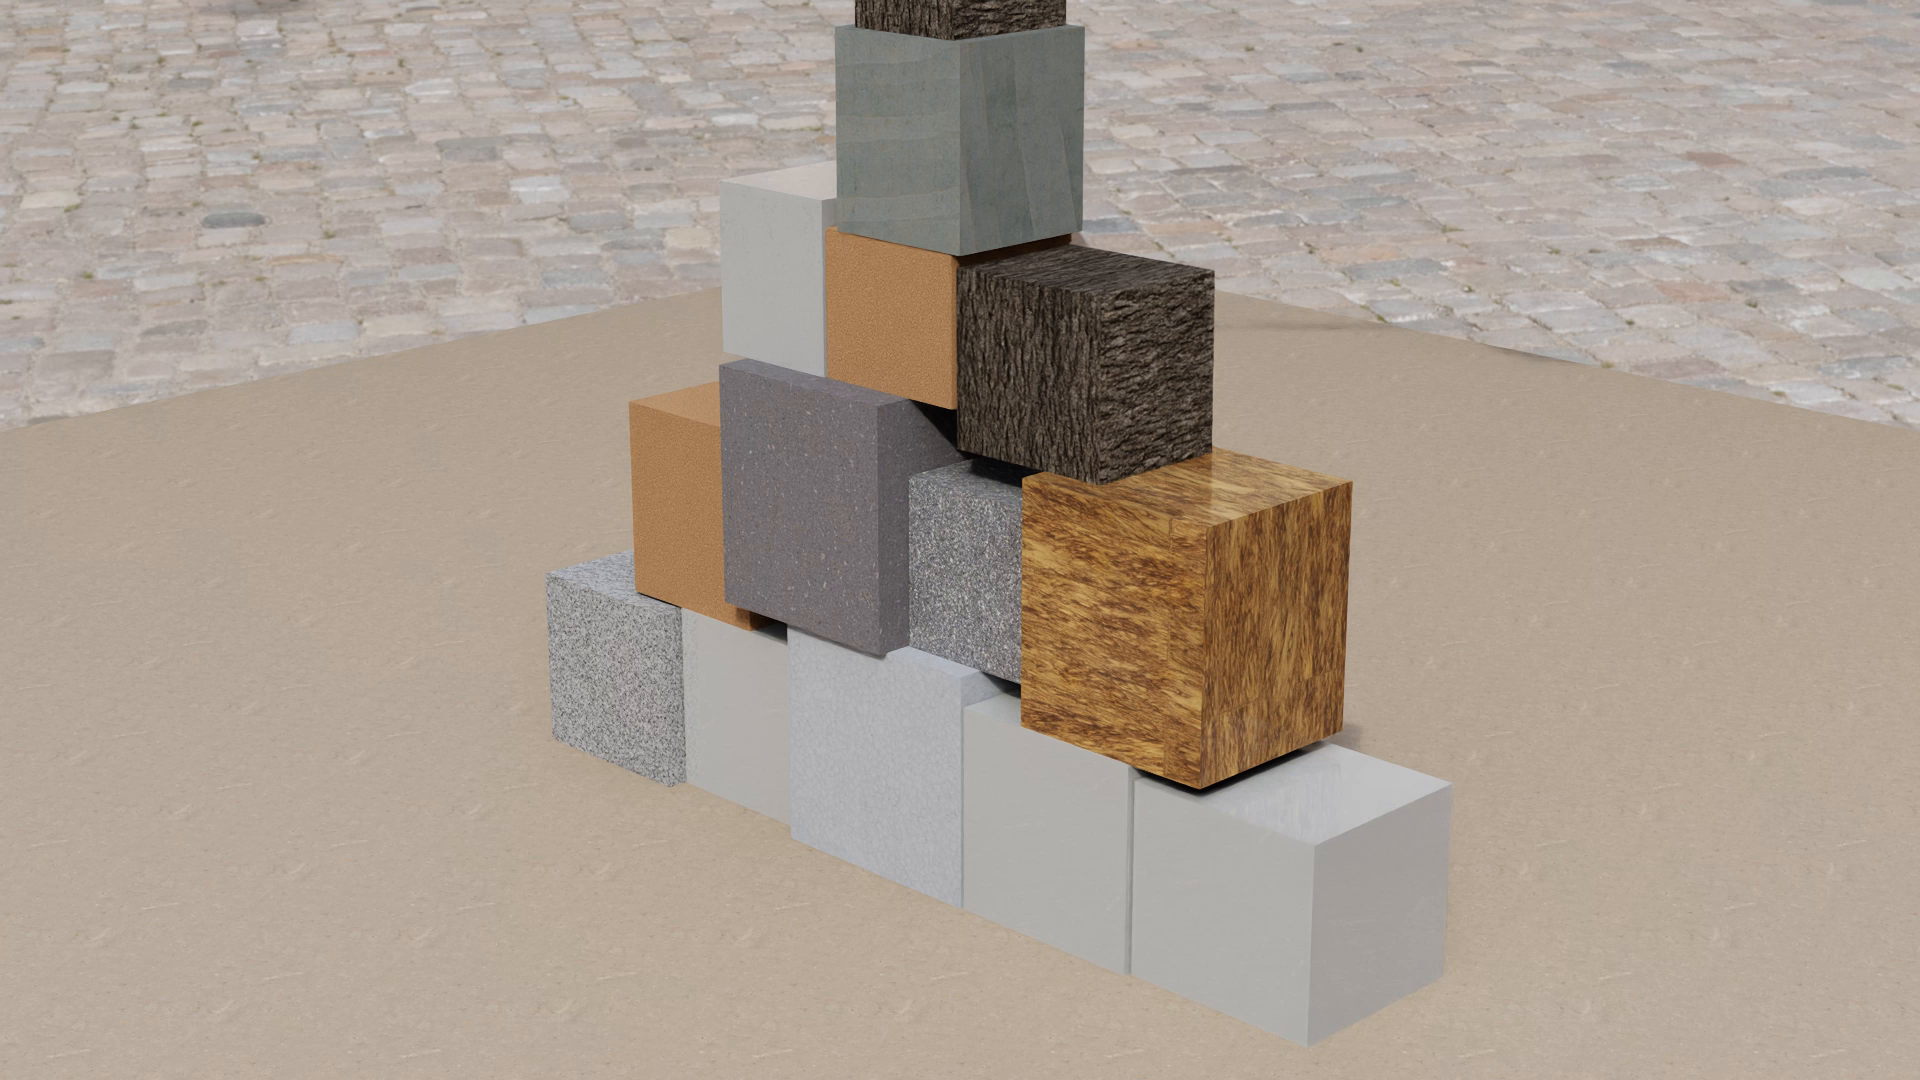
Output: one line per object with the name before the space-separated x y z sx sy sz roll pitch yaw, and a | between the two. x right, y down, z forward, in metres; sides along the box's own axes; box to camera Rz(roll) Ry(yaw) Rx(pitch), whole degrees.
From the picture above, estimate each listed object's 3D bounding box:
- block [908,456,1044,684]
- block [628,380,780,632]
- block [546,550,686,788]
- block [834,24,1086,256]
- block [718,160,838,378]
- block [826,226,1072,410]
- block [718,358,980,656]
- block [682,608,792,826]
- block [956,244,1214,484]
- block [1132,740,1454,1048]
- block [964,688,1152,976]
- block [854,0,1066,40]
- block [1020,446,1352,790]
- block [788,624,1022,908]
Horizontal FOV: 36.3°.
block | 0.324 0.099 13.032 0.776 0.796 0.780 -17 24 -42
block | -1.009 -0.206 14.344 0.826 0.968 0.861 -17 24 -42
block | -1.402 0.585 14.988 1.027 0.896 0.938 -17 24 -42
block | -0.001 -1.788 12.779 0.764 0.894 0.763 -17 24 -42
block | -0.580 -1.271 13.556 0.783 0.807 0.694 -17 24 -42
block | -0.052 -1.051 13.063 0.748 0.682 0.792 -17 24 -42
block | -0.333 -0.263 13.603 1.125 1.144 1.052 -17 24 -42
block | -0.751 0.771 14.371 0.832 0.912 0.873 -17 24 -42
block | 0.533 -0.767 12.551 0.714 0.797 0.836 -17 23 -42
block | 1.388 1.429 12.321 0.919 0.885 0.950 -17 24 -42
block | 0.704 1.189 12.961 0.983 0.960 0.963 -17 24 -42
block | 0.003 -2.532 12.549 0.688 0.663 0.600 -17 24 -42
block | 0.949 0.277 12.406 0.939 1.112 1.006 -17 24 -42
block | -0.042 0.897 13.654 1.008 1.101 1.131 -17 24 -42
